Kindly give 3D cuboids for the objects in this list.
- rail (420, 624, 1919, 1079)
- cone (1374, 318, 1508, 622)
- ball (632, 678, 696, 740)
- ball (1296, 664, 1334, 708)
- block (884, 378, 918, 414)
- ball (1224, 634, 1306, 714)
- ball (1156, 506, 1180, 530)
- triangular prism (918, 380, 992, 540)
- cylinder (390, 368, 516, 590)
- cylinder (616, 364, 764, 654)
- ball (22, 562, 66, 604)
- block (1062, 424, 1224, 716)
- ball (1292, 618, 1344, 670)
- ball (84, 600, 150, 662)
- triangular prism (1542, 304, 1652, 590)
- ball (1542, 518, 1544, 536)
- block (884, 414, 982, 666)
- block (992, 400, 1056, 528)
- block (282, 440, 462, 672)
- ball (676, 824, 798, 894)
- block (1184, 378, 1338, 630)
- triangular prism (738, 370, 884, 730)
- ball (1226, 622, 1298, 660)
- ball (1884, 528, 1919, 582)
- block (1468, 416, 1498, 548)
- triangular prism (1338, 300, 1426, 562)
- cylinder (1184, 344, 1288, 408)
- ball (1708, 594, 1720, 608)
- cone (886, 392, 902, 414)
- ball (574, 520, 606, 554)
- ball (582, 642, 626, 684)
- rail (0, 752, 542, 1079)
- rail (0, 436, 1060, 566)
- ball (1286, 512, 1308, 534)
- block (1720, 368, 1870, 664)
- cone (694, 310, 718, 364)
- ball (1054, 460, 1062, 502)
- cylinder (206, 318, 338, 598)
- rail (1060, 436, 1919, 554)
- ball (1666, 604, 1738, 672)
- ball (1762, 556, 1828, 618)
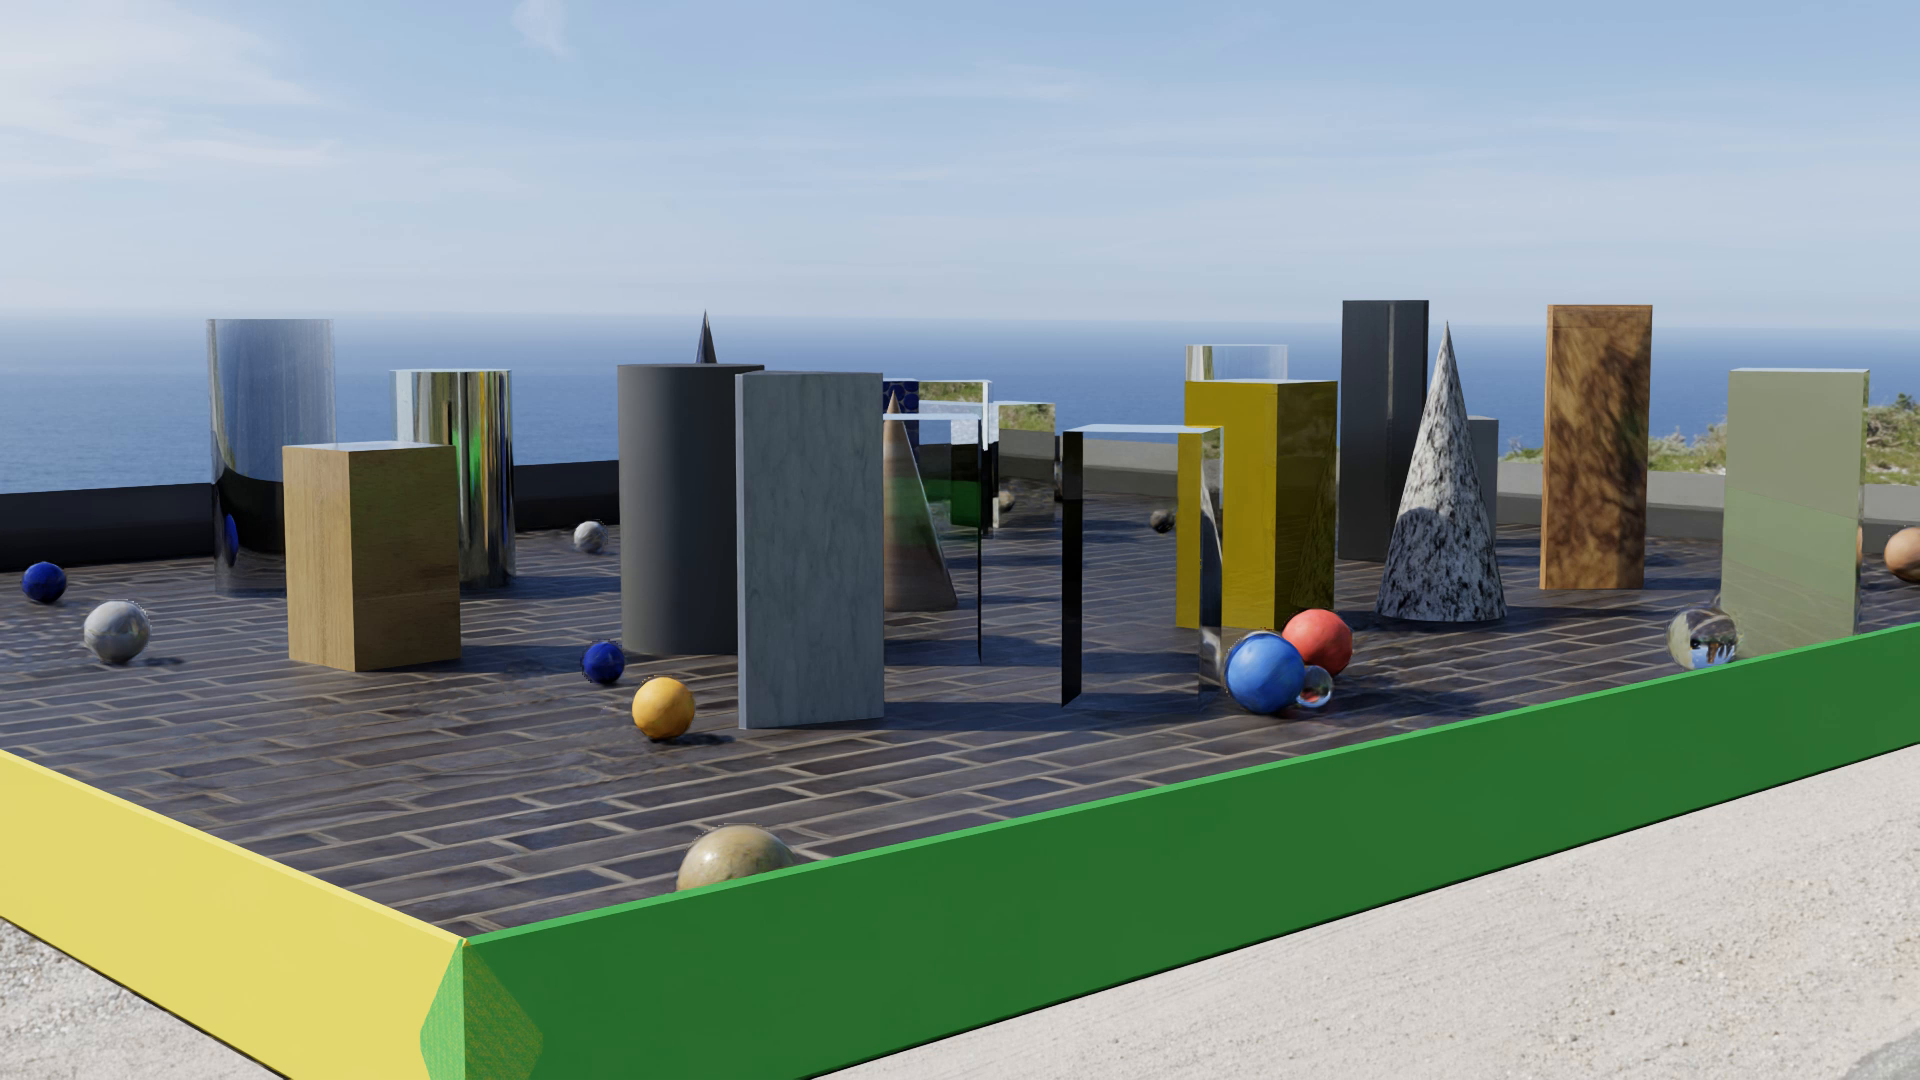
[{"bbox_3d":[0.979,0.143,2.277,3.391,0.125,0.045,-6,8,-42],"label":"rail"},{"bbox_3d":[0.708,-0.108,3.219,0.193,0.431,0.193,0,6,0],"label":"cone"},{"bbox_3d":[-0.307,0.175,2.278,0.065,0.065,0.065,0,6,0],"label":"ball"},{"bbox_3d":[0.394,0.164,2.461,0.048,0.048,0.048,0,6,0],"label":"ball"},{"bbox_3d":[-0.155,-0.124,3.899,0.154,0.320,0.154,0,6,-5],"label":"block"},{"bbox_3d":[0.337,0.147,2.427,0.088,0.088,0.088,0,6,0],"label":"ball"},{"bbox_3d":[0.418,-0.044,4.438,0.049,0.049,0.049,0,6,0],"label":"ball"},{"bbox_3d":[0.018,-0.163,4.348,0.167,0.304,0.145,3,7,27],"label":"triangular prism"},{"bbox_3d":[-0.821,-0.102,3.563,0.193,0.346,0.193,0,6,0],"label":"cylinder"},{"bbox_3d":[-0.354,-0.046,2.916,0.193,0.371,0.193,0,6,0],"label":"cylinder"},{"bbox_3d":[-1.387,0.065,3.330,0.063,0.063,0.063,0,6,0],"label":"ball"},{"bbox_3d":[0.209,0.028,2.498,0.154,0.310,0.154,2,6,16],"label":"block"},{"bbox_3d":[0.429,0.126,2.643,0.065,0.065,0.065,0,6,0],"label":"ball"},{"bbox_3d":[-1.064,0.116,2.774,0.078,0.078,0.078,0,6,0],"label":"ball"},{"bbox_3d":[1.006,-0.154,3.563,0.167,0.451,0.145,-1,6,-5],"label":"triangular prism"},{"bbox_3d":[1.120,-0.023,4.072,0.084,0.084,0.084,0,6,0],"label":"ball"},{"bbox_3d":[-0.053,-0.004,2.817,0.154,0.308,0.154,0,6,-2],"label":"block"},{"bbox_3d":[0.089,-0.161,4.586,0.154,0.250,0.154,-5,8,-39],"label":"block"},{"bbox_3d":[-0.748,0.016,2.800,0.154,0.272,0.154,6,8,43],"label":"block"},{"bbox_3d":[-0.154,0.242,1.531,0.087,0.087,0.087,0,6,0],"label":"ball"},{"bbox_3d":[0.428,-0.055,3.134,0.154,0.343,0.154,5,8,41],"label":"block"},{"bbox_3d":[-0.190,0.003,2.421,0.167,0.376,0.145,-3,7,-27],"label":"triangular prism"},{"bbox_3d":[0.359,0.140,2.611,0.086,0.086,0.086,0,6,0],"label":"ball"},{"bbox_3d":[1.557,0.024,3.589,0.090,0.090,0.090,0,6,0],"label":"ball"},{"bbox_3d":[0.927,-0.114,4.187,0.154,0.239,0.154,0,6,0],"label":"block"},{"bbox_3d":[0.786,-0.195,3.910,0.167,0.460,0.145,5,8,40],"label":"triangular prism"},{"bbox_3d":[0.519,-0.178,4.142,0.193,0.377,0.193,0,6,0],"label":"cylinder"},{"bbox_3d":[1.048,0.101,2.986,0.065,0.065,0.065,0,6,0],"label":"ball"},{"bbox_3d":[-0.101,-0.070,3.368,0.193,0.324,0.193,0,6,0],"label":"cone"},{"bbox_3d":[-0.676,-0.006,4.023,0.059,0.059,0.059,0,6,0],"label":"ball"},{"bbox_3d":[-0.424,0.146,2.620,0.050,0.050,0.050,0,6,0],"label":"ball"},{"bbox_3d":[-1.229,0.151,2.205,0.045,0.125,2.933,-6,8,-42],"label":"rail"},{"bbox_3d":[-0.979,-0.078,4.387,3.391,0.125,0.045,-6,8,-42],"label":"rail"},{"bbox_3d":[0.668,-0.033,4.350,0.045,0.045,0.045,0,6,0],"label":"ball"},{"bbox_3d":[1.050,-0.029,2.767,0.154,0.369,0.154,3,7,24],"label":"block"},{"bbox_3d":[-0.402,-0.145,3.501,0.193,0.446,0.193,0,6,0],"label":"cone"},{"bbox_3d":[0.222,-0.135,5.080,0.097,0.097,0.097,0,6,0],"label":"ball"},{"bbox_3d":[-1.082,-0.134,3.471,0.193,0.429,0.193,0,6,0],"label":"cylinder"},{"bbox_3d":[1.229,-0.086,4.459,0.045,0.125,2.933,-6,8,-42],"label":"rail"},{"bbox_3d":[0.911,0.121,2.699,0.084,0.084,0.084,0,6,0],"label":"ball"},{"bbox_3d":[1.209,0.068,3.185,0.088,0.088,0.088,0,6,0],"label":"ball"}]
